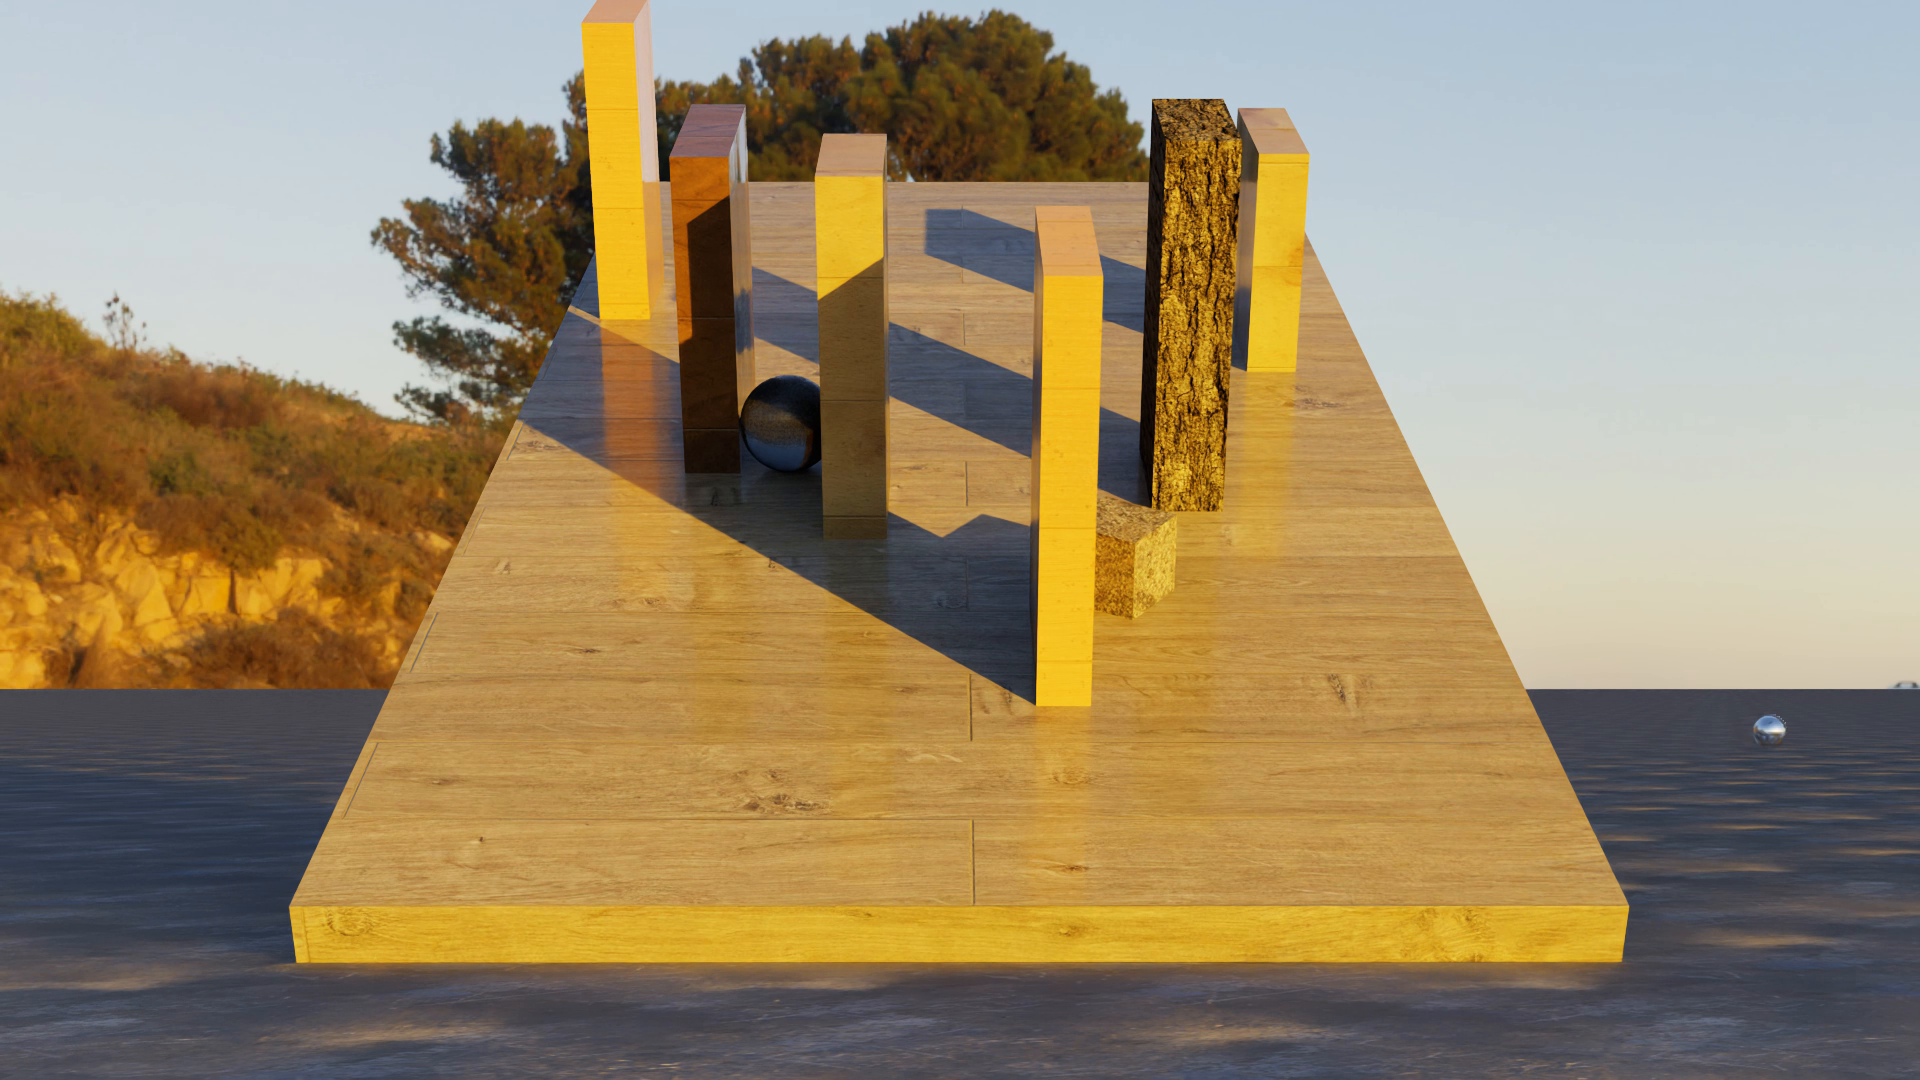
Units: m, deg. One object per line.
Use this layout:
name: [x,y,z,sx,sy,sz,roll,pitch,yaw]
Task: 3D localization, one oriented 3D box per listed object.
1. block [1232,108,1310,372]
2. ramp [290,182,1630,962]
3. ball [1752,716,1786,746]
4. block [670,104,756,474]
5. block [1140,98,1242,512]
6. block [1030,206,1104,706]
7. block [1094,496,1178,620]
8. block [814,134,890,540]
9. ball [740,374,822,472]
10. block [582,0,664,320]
block: [0.747,-0.738,5.685,0.116,0.534,0.441,0,24,0]
ramp: [-0.008,-0.229,5.321,2.000,0.100,4.000,0,24,0]
ball: [5.323,1.259,15.327,0.202,0.202,0.202,0,-4,0]
block: [-0.531,-0.551,5.067,0.119,0.694,0.445,0,24,0]
block: [0.471,-0.486,4.822,0.147,0.781,0.346,0,24,0]
block: [0.180,-0.149,4.073,0.095,0.780,0.401,0,24,0]
block: [0.301,0.033,4.426,0.159,0.159,0.159,16,28,31]
block: [-0.211,-0.409,4.686,0.127,0.748,0.322,0,24,0]
ball: [-0.367,-0.250,4.990,0.208,0.208,0.208,0,-4,0]
block: [-0.854,-0.975,5.937,0.126,0.752,0.337,0,24,0]
